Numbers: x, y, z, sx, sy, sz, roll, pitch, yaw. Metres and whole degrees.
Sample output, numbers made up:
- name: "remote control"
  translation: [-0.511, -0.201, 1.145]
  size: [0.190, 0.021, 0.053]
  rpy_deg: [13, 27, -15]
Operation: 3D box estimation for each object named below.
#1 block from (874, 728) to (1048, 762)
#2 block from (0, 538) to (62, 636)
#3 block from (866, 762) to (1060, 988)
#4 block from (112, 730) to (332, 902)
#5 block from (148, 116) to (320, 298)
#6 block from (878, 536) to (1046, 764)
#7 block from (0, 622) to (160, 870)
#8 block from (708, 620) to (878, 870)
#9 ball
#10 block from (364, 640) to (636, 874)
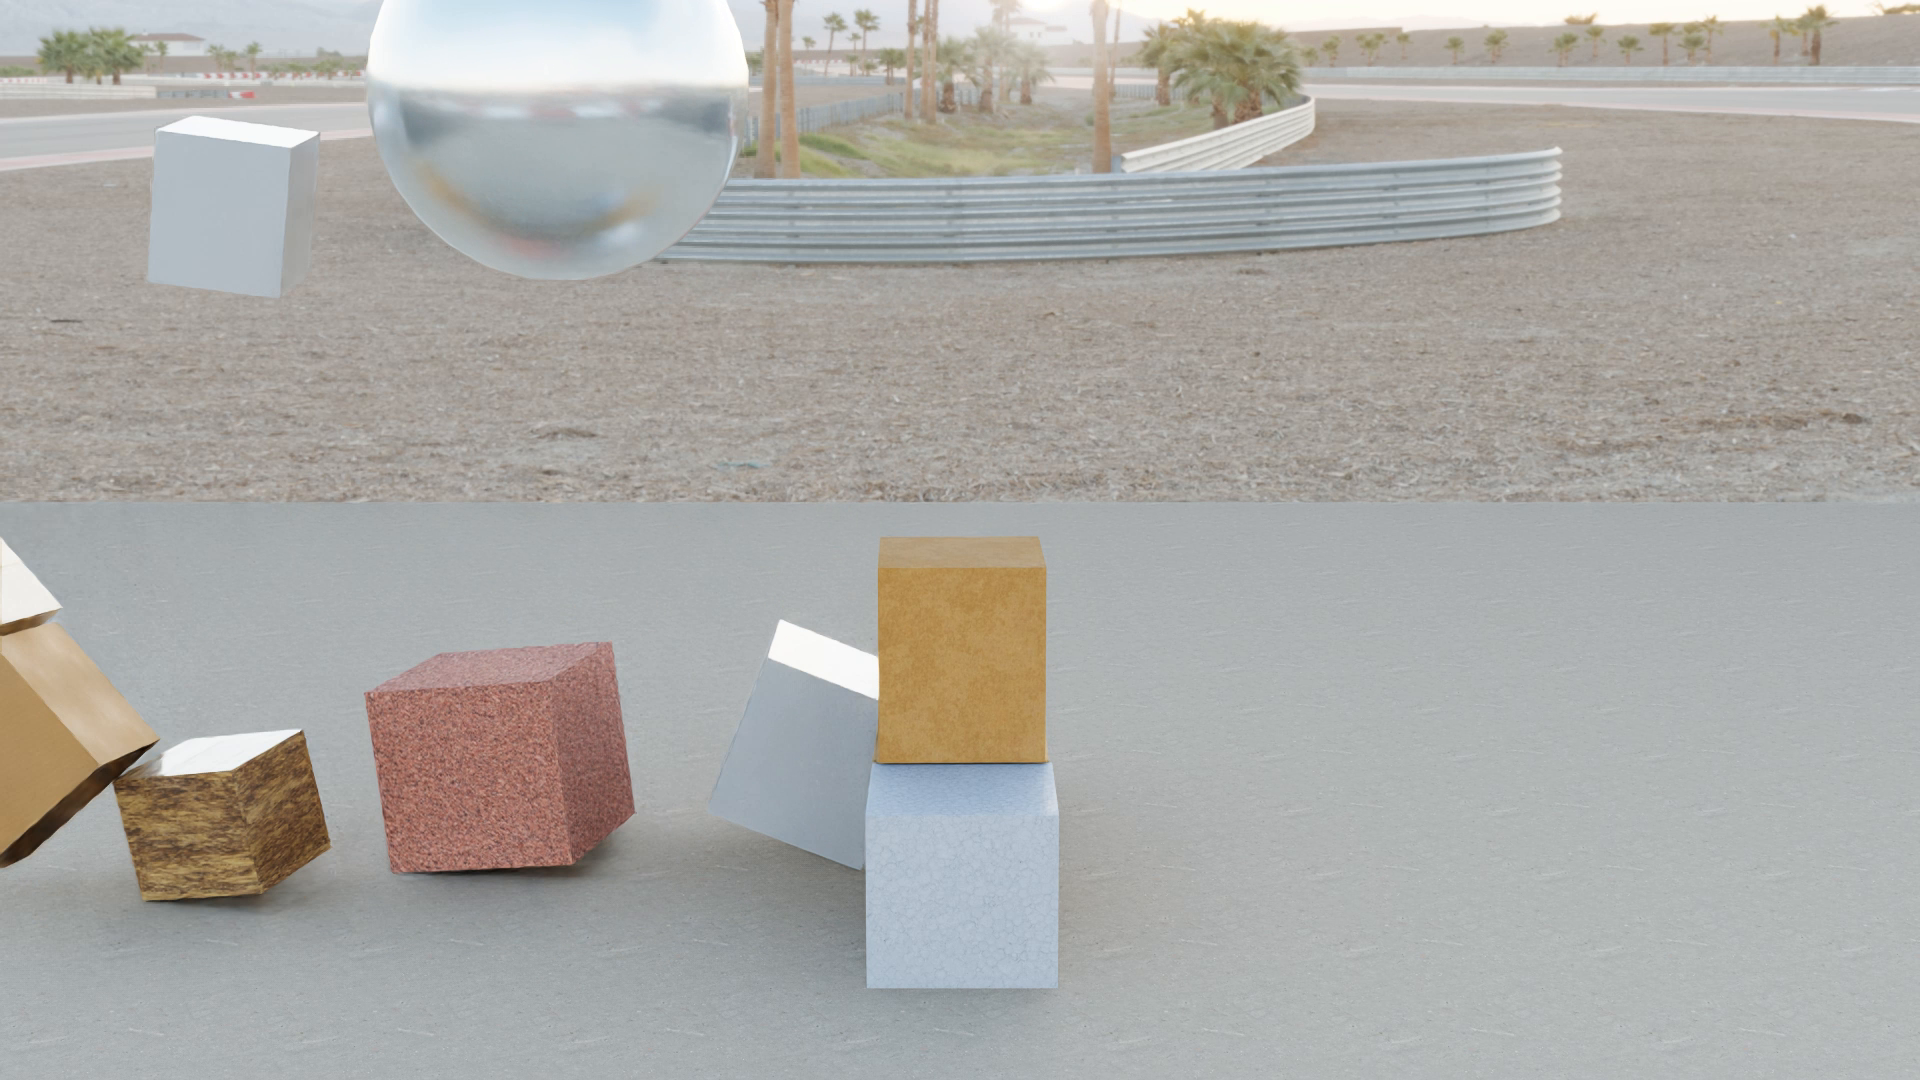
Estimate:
- name: "block"
  translation: [0.004, 1.193, 11.028]
  size: [0.728, 0.708, 0.711]
  rpy_deg: [0, 10, 0]
- name: "block"
  translation: [-4.431, 0.299, 11.002]
  size: [0.668, 0.642, 0.656]
  rpy_deg: [-41, 2, 4]
- name: "block"
  translation: [0.009, 1.332, 10.293]
  size: [0.744, 0.697, 0.765]
  rpy_deg: [0, 10, 0]
- name: "block"
  translation: [-3.190, 1.189, 11.116]
  size: [0.608, 0.550, 0.546]
  rpy_deg: [-6, 12, 21]
- name: "block"
  translation: [-3.083, -1.424, 10.921]
  size: [0.545, 0.632, 0.632]
  rpy_deg: [7, 14, -5]
- name: "block"
  translation: [0.003, 0.452, 10.839]
  size: [0.685, 0.818, 0.706]
  rpy_deg: [0, 10, -1]
- name: "block"
  translation: [-4.085, 0.909, 11.035]
  size: [0.804, 0.693, 0.704]
  rpy_deg: [-41, 2, 5]
- name: "block"
  translation: [-0.644, 0.925, 11.750]
  size: [0.734, 0.759, 0.792]
  rpy_deg: [21, 10, -4]
- name: "ball"
  translation: [-1.690, -1.895, 10.836]
  size: [1.600, 1.600, 1.600]
  rpy_deg: [0, 10, 0]
- name: "block"
  translation: [-2.068, 0.975, 11.637]
  size: [0.861, 0.825, 0.811]
  rpy_deg: [-4, 9, 13]
